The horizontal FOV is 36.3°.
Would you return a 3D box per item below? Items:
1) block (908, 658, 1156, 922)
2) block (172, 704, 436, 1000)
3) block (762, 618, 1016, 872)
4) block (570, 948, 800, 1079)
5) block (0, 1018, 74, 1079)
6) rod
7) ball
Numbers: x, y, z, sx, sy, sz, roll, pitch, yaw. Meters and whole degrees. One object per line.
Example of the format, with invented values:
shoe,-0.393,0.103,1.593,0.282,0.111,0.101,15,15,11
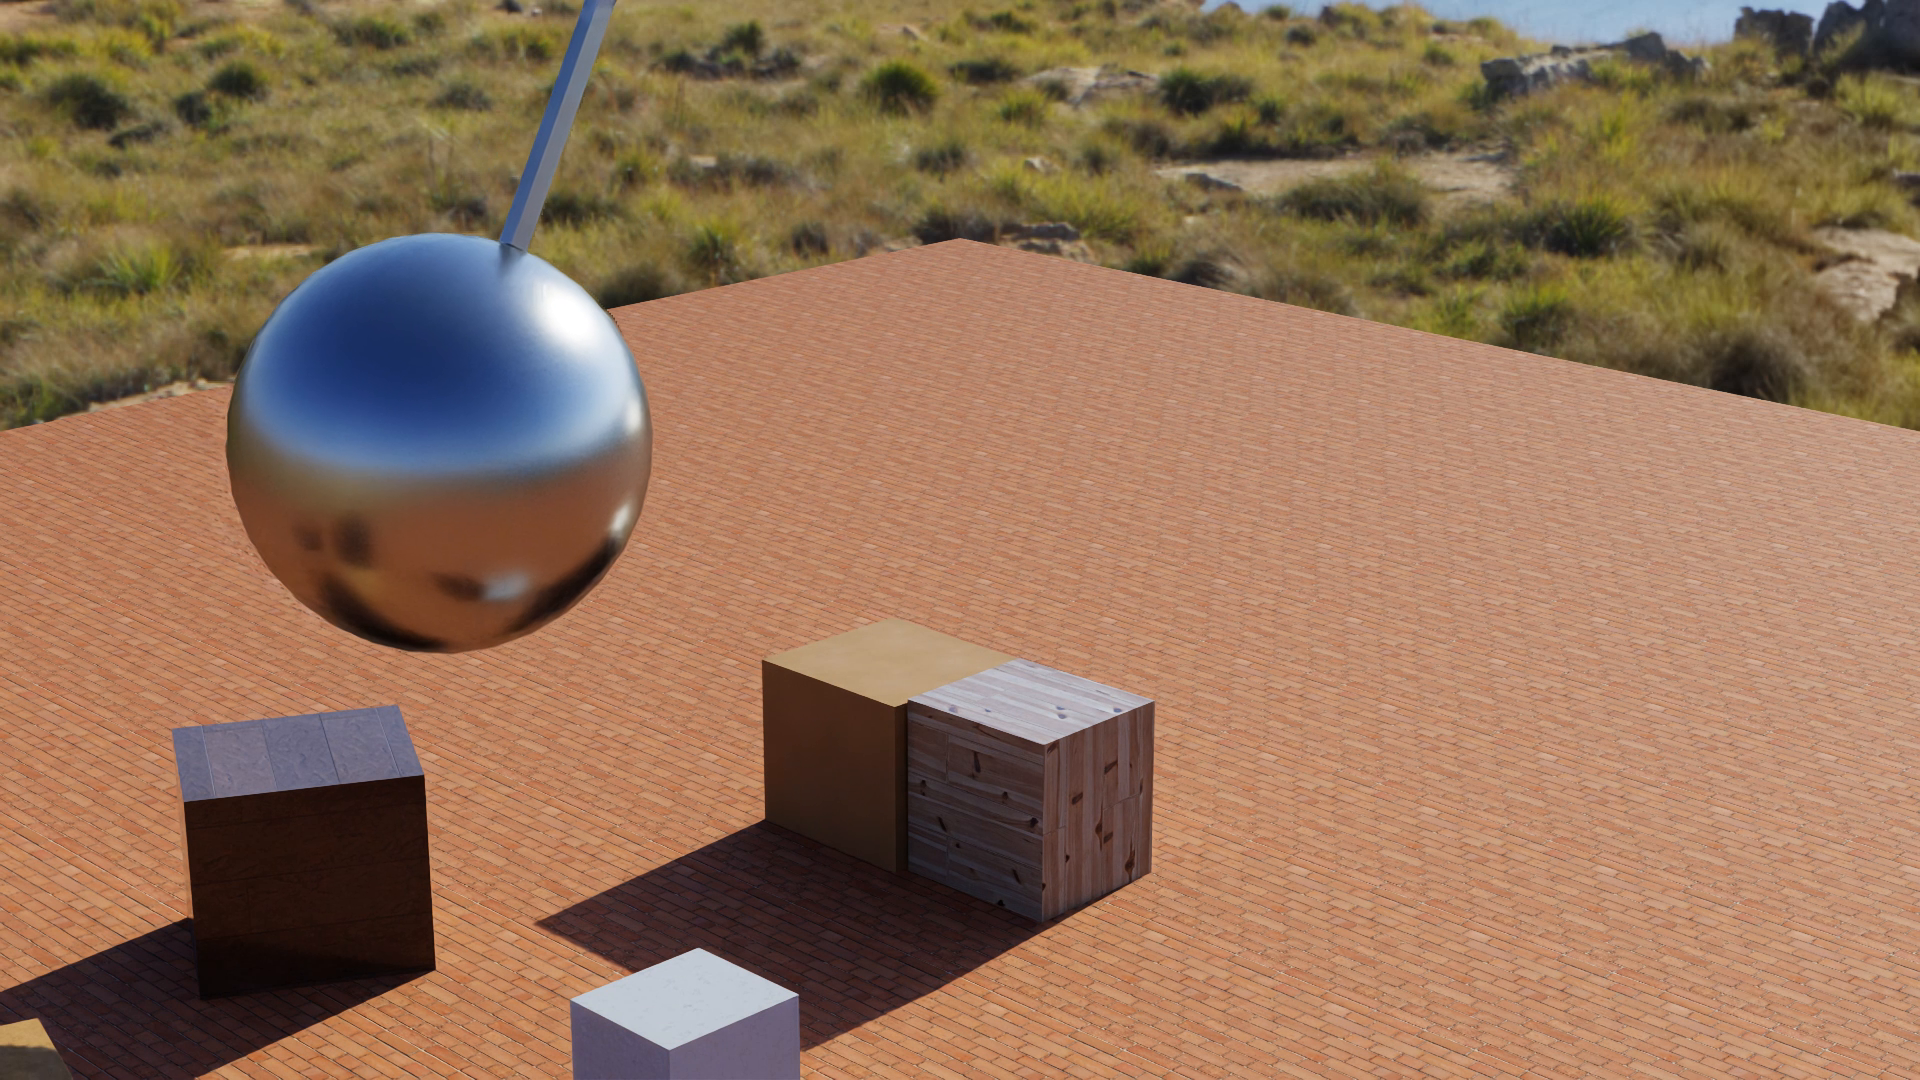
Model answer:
block,0.322,1.123,13.368,0.826,0.842,0.754,16,23,41
block,-2.832,1.327,12.629,0.977,0.895,0.869,-5,18,-17
block,-0.313,0.955,13.948,0.902,0.814,0.861,17,24,42
block,-1.026,1.989,11.013,0.576,0.601,0.627,17,24,42
block,-3.540,2.194,10.292,0.809,0.641,0.687,-10,20,-28
rod,-0.854,-3.574,11.323,0.080,5.200,0.080,17,-4,42
ball,-1.971,-0.367,11.160,1.600,1.600,1.600,0,17,0
